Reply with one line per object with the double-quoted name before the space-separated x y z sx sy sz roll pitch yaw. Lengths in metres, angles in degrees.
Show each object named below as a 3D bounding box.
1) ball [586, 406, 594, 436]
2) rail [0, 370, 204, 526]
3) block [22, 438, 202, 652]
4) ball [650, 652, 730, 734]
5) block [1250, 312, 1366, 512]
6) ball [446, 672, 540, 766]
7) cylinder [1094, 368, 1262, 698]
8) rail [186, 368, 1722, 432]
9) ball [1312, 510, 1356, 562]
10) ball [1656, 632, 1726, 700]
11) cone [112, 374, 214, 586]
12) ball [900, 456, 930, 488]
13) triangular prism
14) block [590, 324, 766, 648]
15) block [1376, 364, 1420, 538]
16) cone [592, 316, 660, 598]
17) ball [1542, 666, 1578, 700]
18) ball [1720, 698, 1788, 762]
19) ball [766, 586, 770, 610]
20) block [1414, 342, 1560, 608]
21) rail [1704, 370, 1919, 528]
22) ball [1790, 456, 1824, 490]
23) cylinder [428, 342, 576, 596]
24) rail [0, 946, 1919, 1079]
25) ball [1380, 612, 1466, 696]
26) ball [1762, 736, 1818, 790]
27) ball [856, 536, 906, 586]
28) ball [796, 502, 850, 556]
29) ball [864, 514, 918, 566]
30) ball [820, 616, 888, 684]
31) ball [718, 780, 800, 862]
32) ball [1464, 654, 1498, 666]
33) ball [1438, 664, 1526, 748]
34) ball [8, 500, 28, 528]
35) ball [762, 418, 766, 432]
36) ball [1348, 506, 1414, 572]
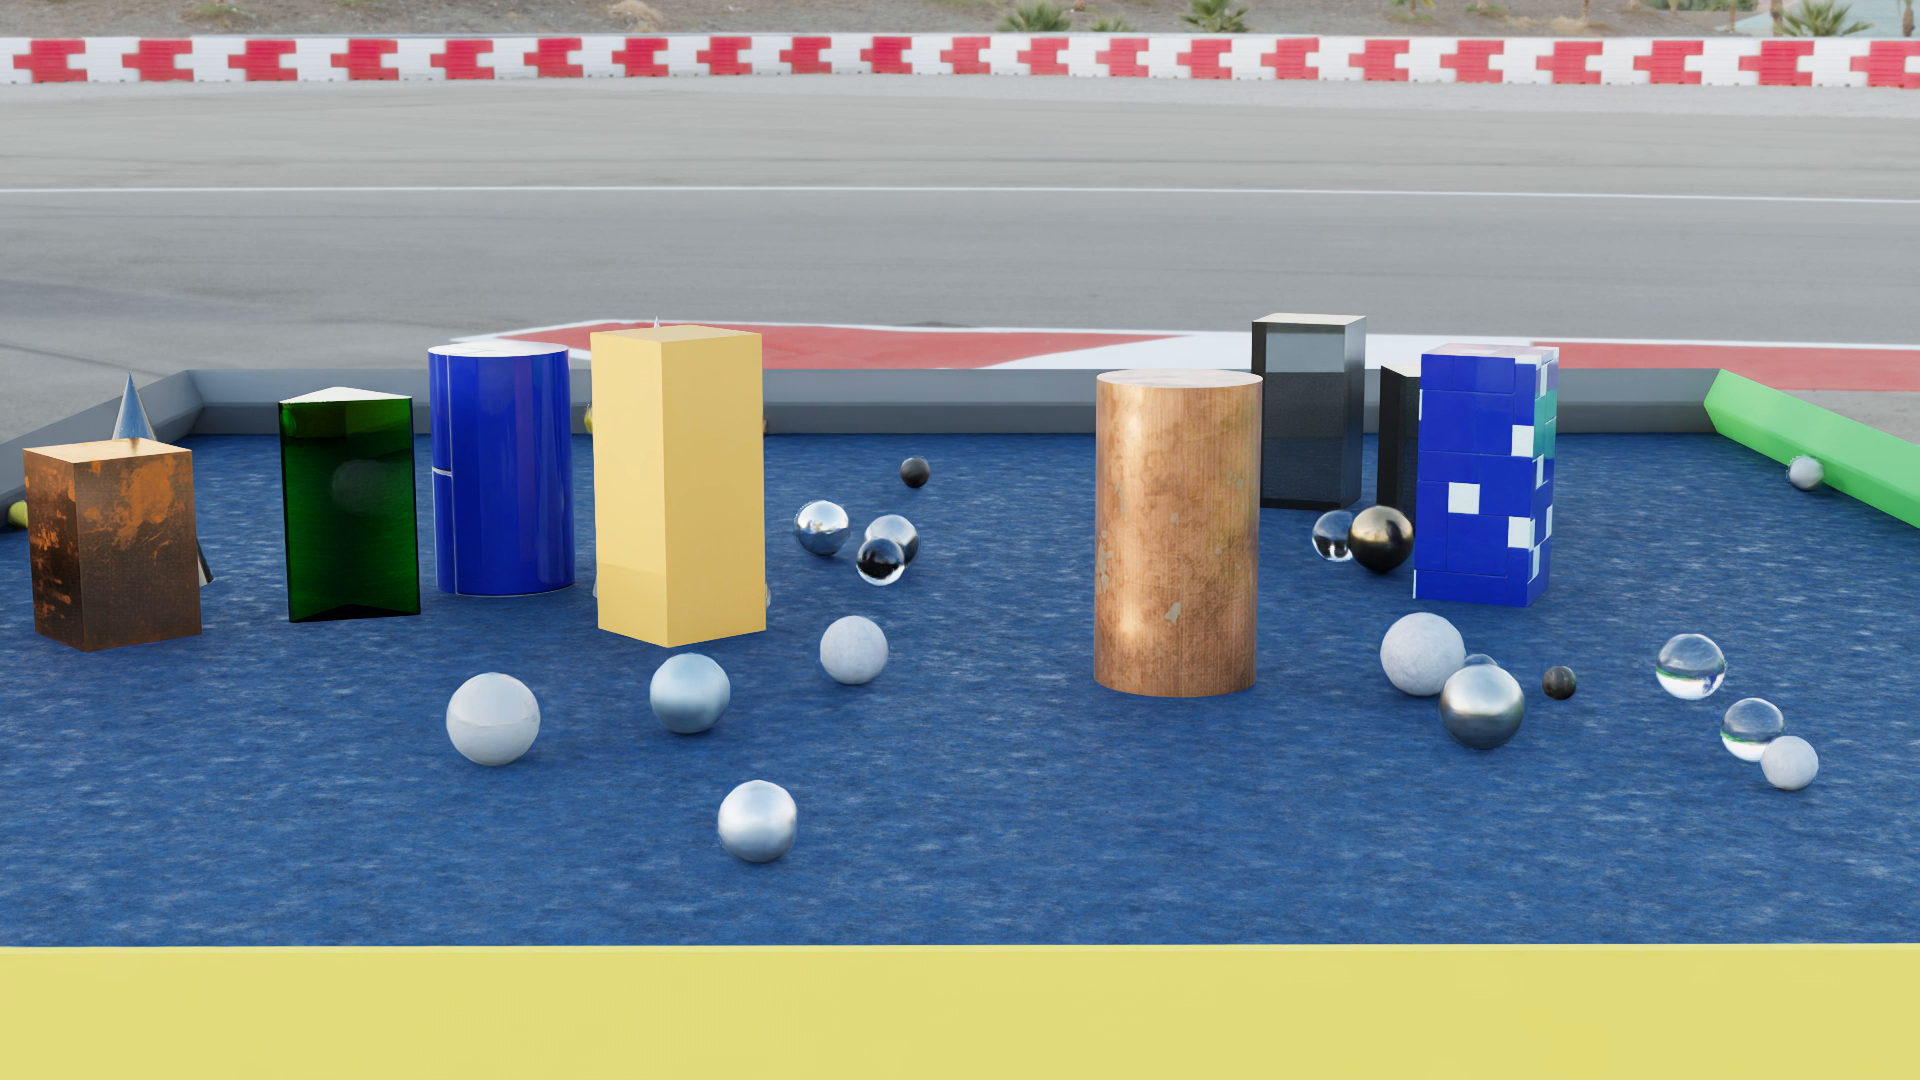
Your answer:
"ball" -0.694 -0.234 5.022 0.080 0.080 0.080 0 11 0
"rail" -1.506 0.034 3.440 0.045 0.127 3.403 0 11 0
"block" -1.091 0.003 3.303 0.156 0.240 0.156 -9 14 -41
"ball" -0.297 0.169 2.826 0.089 0.089 0.089 0 11 0
"block" 0.581 -0.216 4.292 0.156 0.309 0.156 4 11 21
"ball" -0.491 0.188 2.697 0.097 0.097 0.097 0 11 0
"cylinder" 0.258 -0.013 3.051 0.195 0.363 0.195 0 11 0
"rail" -0.010 -0.273 5.098 3.060 0.127 0.045 0 11 0
"ball" 0.560 -0.006 3.802 0.076 0.076 0.076 0 11 0
"ball" 0.846 0.147 2.971 0.078 0.078 0.078 0 11 0
"cone" -1.165 -0.088 3.626 0.195 0.301 0.195 0 11 0
"ball" -0.078 -0.118 4.463 0.054 0.054 0.054 0 11 0
"triangular prism" -0.827 -0.052 3.456 0.169 0.293 0.146 -3 11 -18
"block" -0.363 -0.074 3.316 0.156 0.387 0.156 -9 14 -41
"block" 0.757 -0.142 4.052 0.156 0.253 0.156 -1 11 -6
"cone" -0.416 -0.118 3.556 0.195 0.387 0.195 0 11 0
"ball" 0.695 0.166 2.974 0.040 0.040 0.040 0 11 0
"ball" 0.838 0.201 2.709 0.068 0.068 0.068 0 11 0
"ball" -0.280 0.076 3.411 0.057 0.057 0.057 0 11 0
"block" 0.729 -0.094 3.552 0.156 0.339 0.156 5 11 23
"rail" 1.506 0.031 3.458 0.045 0.127 3.403 0 11 0
"ball" 1.464 -0.115 4.436 0.059 0.059 0.059 0 11 0
"cylinder" -0.645 -0.103 3.617 0.195 0.334 0.195 0 11 0
"rail" 0.010 0.339 1.800 3.060 0.127 0.045 0 11 0
"ball" 0.540 0.133 2.992 0.097 0.097 0.097 0 11 0
"ball" 0.843 0.226 2.606 0.055 0.055 0.055 0 11 0
"ball" -0.112 0.030 3.625 0.069 0.069 0.069 0 11 0
"ball" -0.205 -0.017 3.844 0.082 0.082 0.082 0 11 0
"ball" -0.101 0.004 3.736 0.081 0.081 0.081 0 11 0
"ball" -0.126 0.131 3.046 0.082 0.082 0.082 0 11 0
"ball" -0.186 0.260 2.370 0.075 0.075 0.075 0 11 0
"ball" 0.609 0.156 3.010 0.046 0.046 0.046 0 11 0
"ball" 0.562 0.179 2.765 0.091 0.091 0.091 0 11 0
"ball" -1.487 -0.040 4.071 0.044 0.044 0.044 0 11 0
"ball" -0.403 -0.227 5.085 0.041 0.041 0.041 0 11 0
"ball" 0.611 -0.002 3.725 0.096 0.096 0.096 0 11 0
